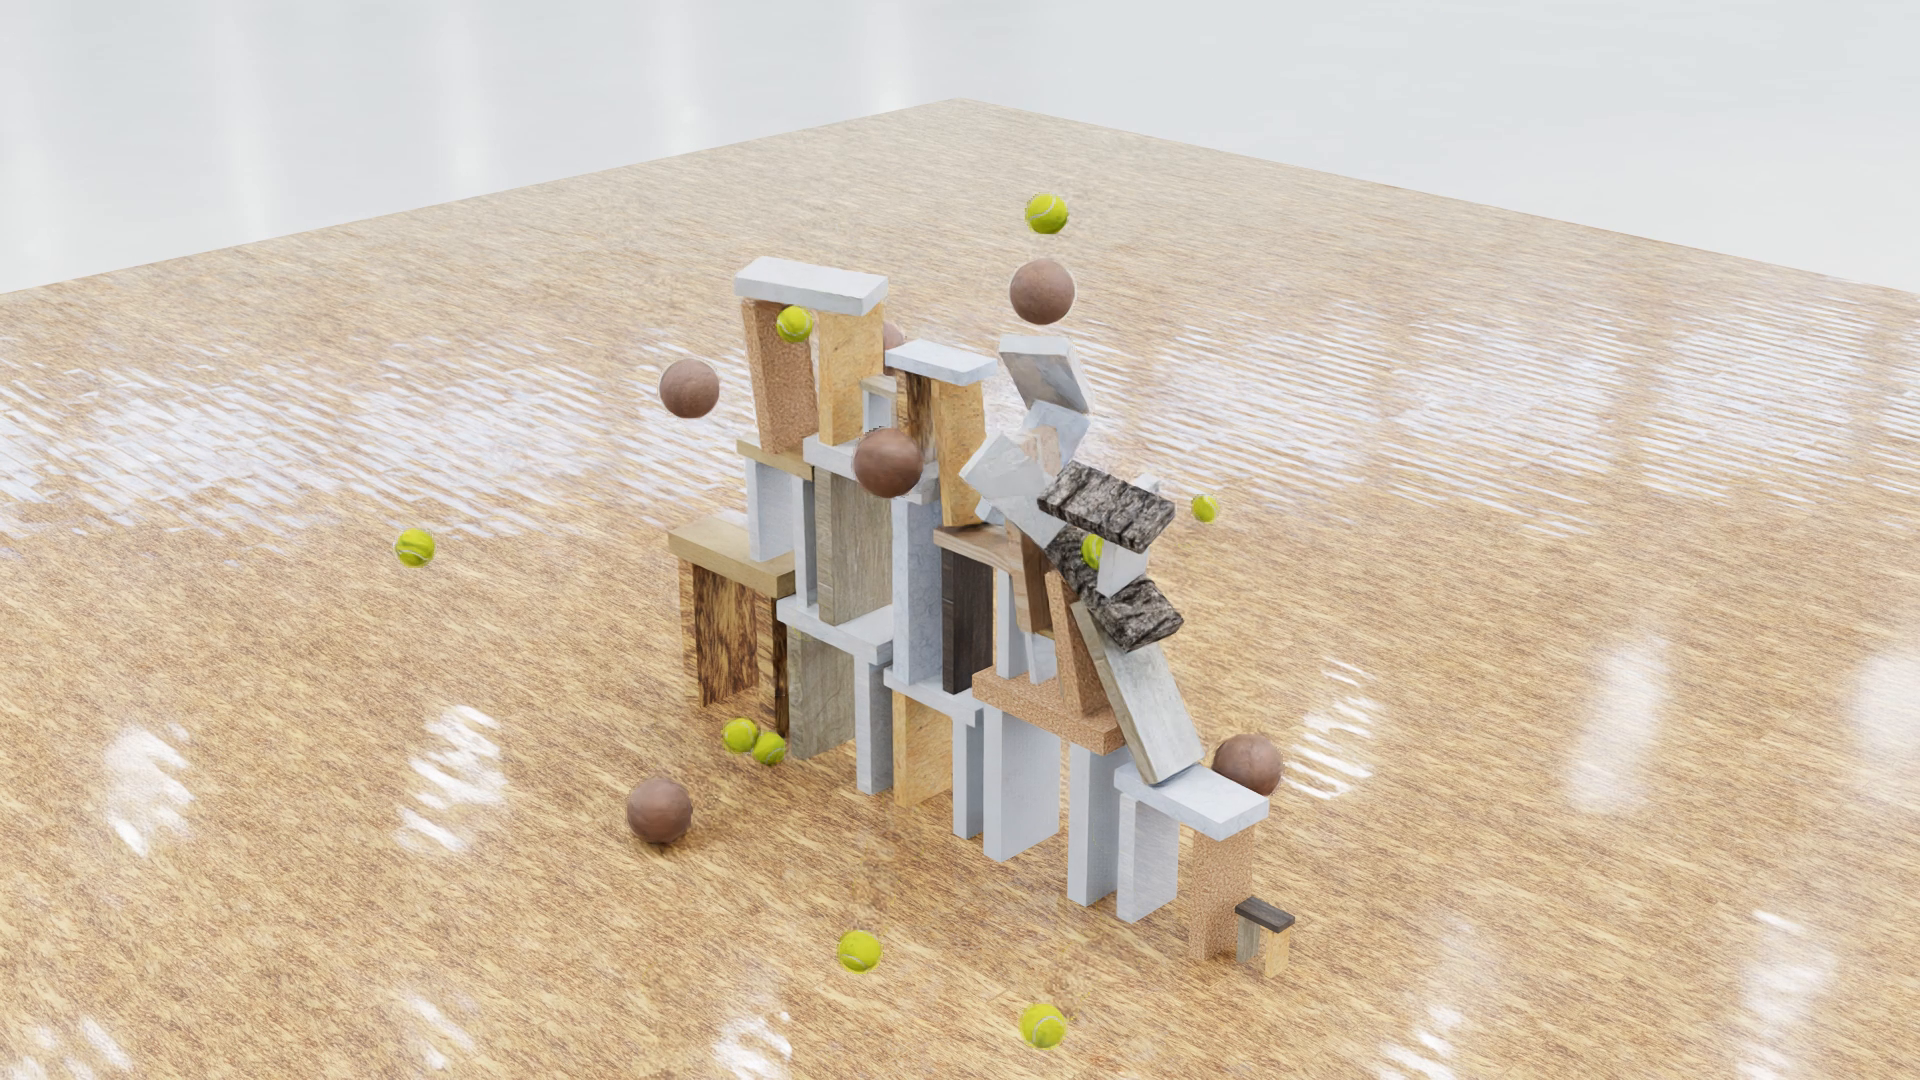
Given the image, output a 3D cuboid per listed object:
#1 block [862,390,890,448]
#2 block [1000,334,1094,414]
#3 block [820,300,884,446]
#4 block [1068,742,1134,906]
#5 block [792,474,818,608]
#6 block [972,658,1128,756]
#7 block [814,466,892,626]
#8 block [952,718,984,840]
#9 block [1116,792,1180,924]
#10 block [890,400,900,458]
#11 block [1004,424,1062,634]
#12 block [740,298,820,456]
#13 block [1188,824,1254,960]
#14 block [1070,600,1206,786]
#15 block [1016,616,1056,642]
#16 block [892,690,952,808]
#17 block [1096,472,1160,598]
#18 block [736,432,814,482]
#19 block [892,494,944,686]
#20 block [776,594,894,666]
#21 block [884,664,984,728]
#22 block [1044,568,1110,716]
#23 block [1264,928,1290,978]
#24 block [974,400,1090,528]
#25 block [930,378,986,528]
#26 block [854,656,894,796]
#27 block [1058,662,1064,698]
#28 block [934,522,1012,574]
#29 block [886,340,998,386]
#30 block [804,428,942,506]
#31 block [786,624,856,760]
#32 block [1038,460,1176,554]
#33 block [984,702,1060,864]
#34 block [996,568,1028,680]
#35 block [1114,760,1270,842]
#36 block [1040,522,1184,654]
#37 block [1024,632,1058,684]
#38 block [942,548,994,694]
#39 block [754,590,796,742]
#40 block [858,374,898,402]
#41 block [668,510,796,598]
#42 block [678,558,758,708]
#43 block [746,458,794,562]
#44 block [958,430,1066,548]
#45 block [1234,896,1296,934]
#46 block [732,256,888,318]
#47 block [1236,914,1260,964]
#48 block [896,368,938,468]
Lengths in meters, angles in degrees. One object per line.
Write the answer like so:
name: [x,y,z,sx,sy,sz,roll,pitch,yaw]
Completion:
block: [-0.163,-0.244,4.306,0.017,0.117,0.058,22,31,40]
block: [0.162,-0.303,4.047,0.123,0.035,0.247,5,-21,17]
block: [-0.213,-0.330,4.314,0.038,0.269,0.135,23,32,39]
block: [0.279,0.507,4.138,0.047,0.334,0.167,21,31,41]
block: [-0.287,-0.012,4.530,0.033,0.285,0.116,21,31,41]
block: [0.200,0.301,4.136,0.334,0.047,0.167,21,31,41]
block: [-0.212,-0.009,4.457,0.168,0.337,0.048,-21,31,-41]
block: [0.045,0.453,4.363,0.129,0.258,0.037,-21,31,-41]
block: [0.351,0.570,4.084,0.037,0.259,0.130,21,31,41]
block: [-0.106,-0.223,4.257,0.058,0.117,0.017,-22,31,-40]
block: [0.142,-0.018,4.013,0.123,0.364,0.035,-26,28,-37]
block: [-0.359,-0.346,4.421,0.038,0.336,0.135,21,40,36]
block: [0.473,0.618,3.972,0.130,0.259,0.037,-21,31,-41]
block: [0.324,0.256,3.992,0.134,0.353,0.038,-22,-1,-41]
block: [0.167,0.156,4.088,0.059,0.017,0.117,-25,34,-36]
block: [-0.076,0.405,4.475,0.037,0.258,0.129,21,31,40]
block: [0.293,-0.008,3.845,0.030,0.211,0.105,32,47,29]
block: [-0.339,-0.180,4.518,0.232,0.033,0.116,21,31,40]
block: [-0.051,0.079,4.318,0.168,0.391,0.048,-18,29,-36]
block: [-0.219,0.168,4.526,0.153,0.043,0.306,-21,31,-40]
block: [-0.016,0.292,4.363,0.129,0.037,0.258,-21,31,-40]
block: [0.235,0.173,4.032,0.134,0.268,0.038,-22,18,-41]
block: [0.567,0.728,3.921,0.014,0.097,0.049,21,31,41]
block: [0.136,-0.136,4.114,0.123,0.247,0.035,14,21,-43]
block: [0.004,-0.177,4.179,0.097,0.296,0.028,-8,5,-33]
block: [-0.144,0.358,4.524,0.043,0.306,0.153,21,31,40]
block: [0.209,0.229,4.092,0.017,0.117,0.059,14,26,43]
block: [0.067,0.008,4.164,0.220,0.031,0.110,21,30,40]
block: [-0.035,-0.334,4.129,0.194,0.028,0.097,18,30,37]
block: [-0.132,-0.156,4.310,0.337,0.048,0.168,21,31,40]
block: [-0.291,0.300,4.662,0.153,0.306,0.043,-21,31,-40]
block: [0.247,-0.057,3.719,0.211,0.030,0.105,25,56,30]
block: [0.121,0.446,4.283,0.047,0.334,0.167,21,31,41]
block: [0.119,0.145,4.163,0.110,0.220,0.031,-21,31,-41]
block: [0.417,0.457,3.973,0.130,0.037,0.259,-19,30,-38]
block: [0.269,0.074,3.950,0.134,0.038,0.268,-18,61,-40]
block: [0.153,0.207,4.144,0.058,0.117,0.017,-23,24,-40]
block: [0.015,0.143,4.277,0.110,0.306,0.031,-21,31,-40]
block: [-0.354,0.242,4.740,0.050,0.352,0.176,20,30,39]
block: [-0.135,-0.294,4.254,0.117,0.017,0.058,21,31,40]
block: [-0.447,0.027,4.731,0.352,0.050,0.176,20,30,39]
block: [-0.534,0.181,4.885,0.050,0.352,0.176,21,31,41]
block: [-0.391,-0.079,4.620,0.033,0.232,0.116,21,32,40]
block: [0.107,-0.089,3.880,0.105,0.211,0.030,-50,26,-2]
block: [0.544,0.668,3.920,0.097,0.014,0.049,21,31,41]
block: [-0.292,-0.496,4.289,0.269,0.038,0.135,11,28,15]
block: [0.521,0.710,3.963,0.014,0.097,0.049,21,31,41]
block: [-0.074,-0.244,4.207,0.028,0.194,0.097,16,27,41]
